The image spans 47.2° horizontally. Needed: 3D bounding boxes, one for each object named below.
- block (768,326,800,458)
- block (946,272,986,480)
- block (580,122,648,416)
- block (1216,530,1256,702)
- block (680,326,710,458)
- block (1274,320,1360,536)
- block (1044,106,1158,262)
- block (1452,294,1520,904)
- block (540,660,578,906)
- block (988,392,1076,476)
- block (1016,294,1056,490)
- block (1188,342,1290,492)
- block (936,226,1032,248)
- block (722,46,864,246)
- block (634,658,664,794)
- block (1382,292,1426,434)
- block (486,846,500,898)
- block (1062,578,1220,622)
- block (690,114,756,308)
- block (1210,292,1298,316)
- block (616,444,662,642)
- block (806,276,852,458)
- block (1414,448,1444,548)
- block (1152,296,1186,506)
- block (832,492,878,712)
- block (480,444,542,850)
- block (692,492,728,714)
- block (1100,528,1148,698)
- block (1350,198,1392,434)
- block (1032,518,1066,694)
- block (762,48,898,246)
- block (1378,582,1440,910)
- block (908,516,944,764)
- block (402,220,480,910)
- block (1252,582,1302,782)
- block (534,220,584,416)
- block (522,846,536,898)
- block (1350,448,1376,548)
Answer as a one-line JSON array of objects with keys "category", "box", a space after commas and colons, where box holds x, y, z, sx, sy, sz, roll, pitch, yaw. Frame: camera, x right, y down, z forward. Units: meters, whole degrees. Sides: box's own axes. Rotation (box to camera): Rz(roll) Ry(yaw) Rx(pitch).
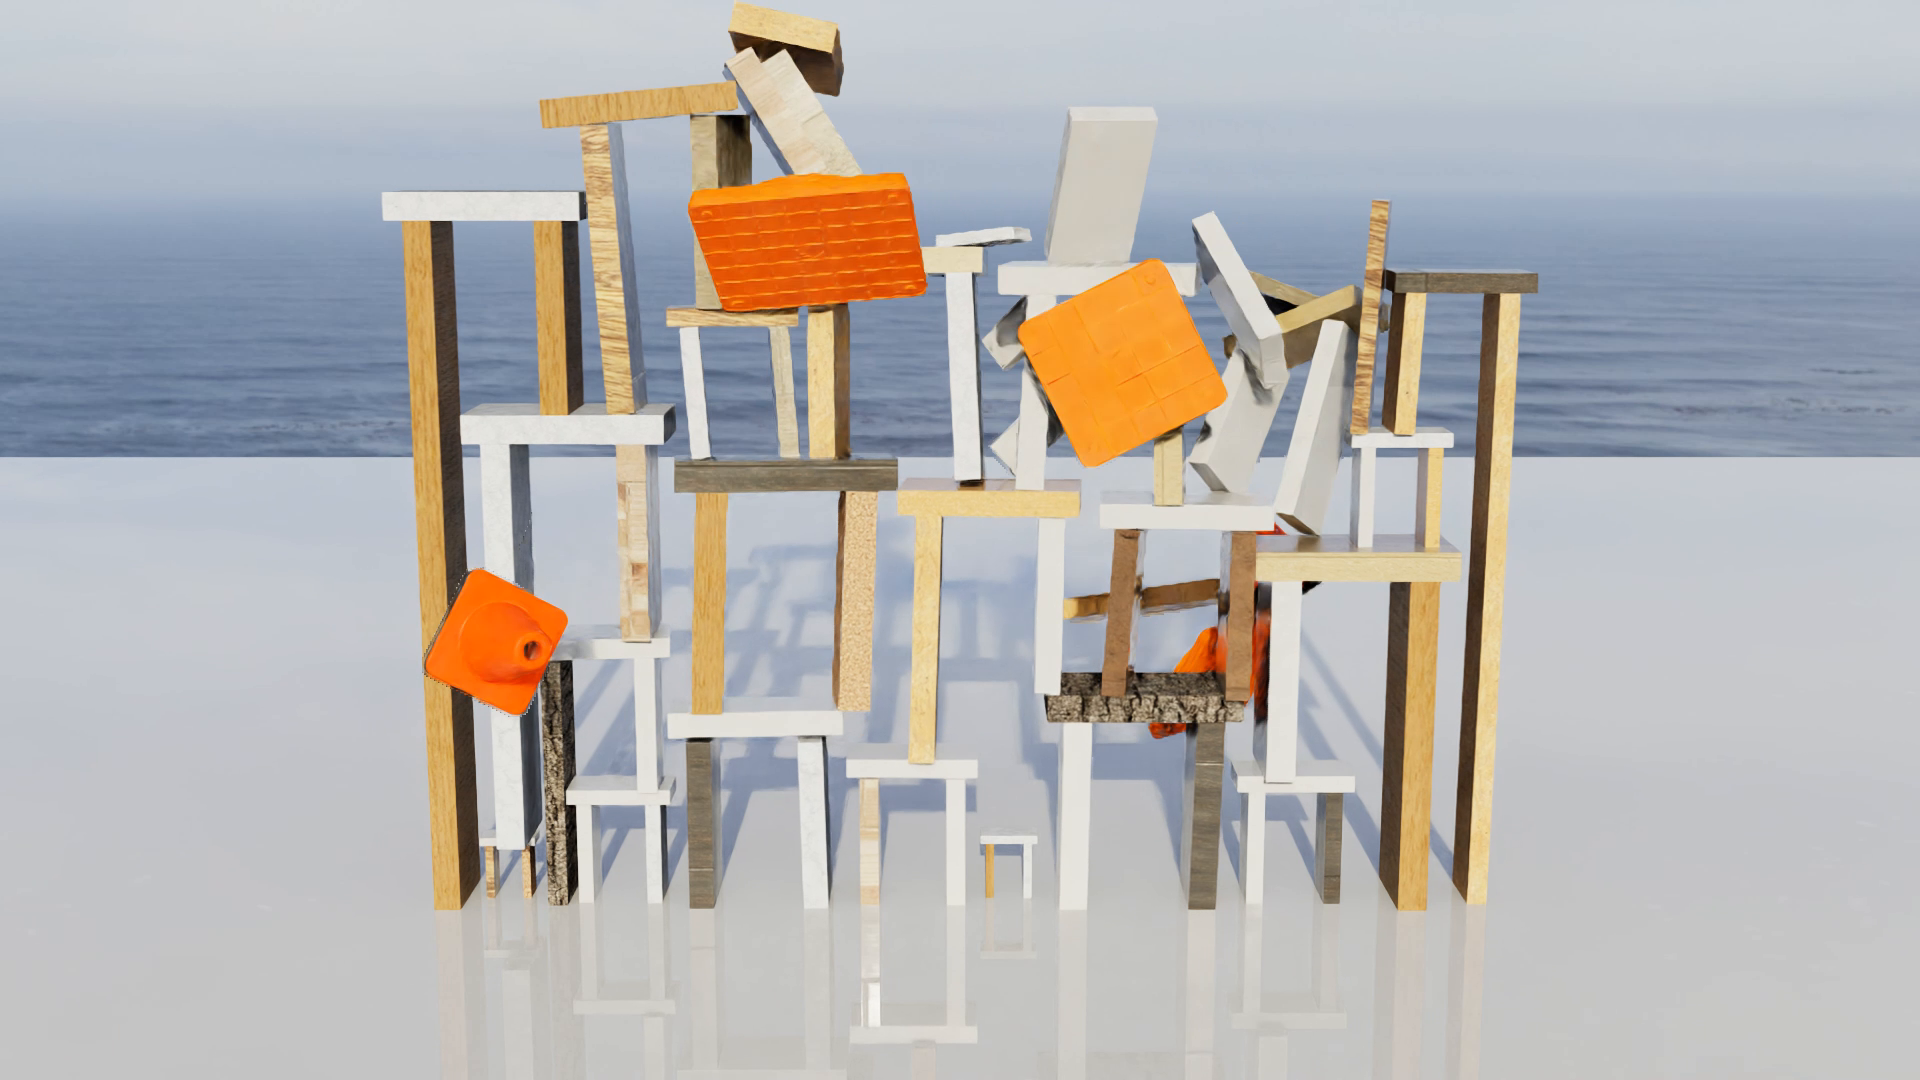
[{"category": "block", "box": [-0.287, -0.242, 3.562, 0.029, 0.208, 0.104, -5, 7, -7]}, {"category": "block", "box": [0.010, -0.263, 3.555, 0.041, 0.328, 0.146, -2, 3, 4]}, {"category": "block", "box": [-0.546, -0.431, 3.480, 0.042, 0.449, 0.150, -4, 10, 1]}, {"category": "block", "box": [0.443, 0.109, 3.534, 0.039, 0.273, 0.136, 1, 11, 0]}, {"category": "block", "box": [-0.426, -0.239, 3.541, 0.029, 0.208, 0.104, -5, 7, -5]}, {"category": "block", "box": [0.592, -0.183, 3.598, 0.036, 0.331, 0.127, 11, -10, 32]}, {"category": "block", "box": [0.219, -0.556, 3.457, 0.135, 0.270, 0.038, -2, 45, -12]}, {"category": "block", "box": [0.855, 0.097, 3.582, 0.031, 1.001, 0.111, 1, 11, 0]}, {"category": "block", "box": [-0.660, 0.385, 3.629, 0.032, 0.418, 0.113, 0, 11, 0]}, {"category": "block", "box": [0.121, -0.177, 3.656, 0.137, 0.068, 0.019, -43, 13, -6]}, {"category": "block", "box": [0.121, -0.243, 3.523, 0.043, 0.307, 0.153, 4, 10, 1]}, {"category": "block", "box": [0.461, -0.202, 3.613, 0.036, 0.255, 0.127, 8, -25, 38]}, {"category": "block", "box": [0.037, -0.483, 3.527, 0.137, 0.019, 0.068, -3, 2, 26]}, {"category": "block", "box": [-0.269, -0.624, 3.523, 0.047, 0.330, 0.165, -33, 9, -4]}, {"category": "block", "box": [-0.510, 0.291, 3.608, 0.032, 0.225, 0.113, 0, 11, -2]}, {"category": "block", "box": [0.708, -0.286, 3.510, 0.031, 0.222, 0.111, 3, 11, 0]}, {"category": "block", "box": [-0.778, 0.545, 3.661, 0.013, 0.091, 0.045, 0, 11, 0]}, {"category": "block", "box": [0.382, 0.116, 4.274, 0.347, 0.038, 0.135, -9, -8, 26]}, {"category": "block", "box": [-0.376, -0.525, 3.501, 0.042, 0.300, 0.150, 2, 11, 16]}, {"category": "block", "box": [0.522, -0.401, 3.744, 0.091, 0.026, 0.183, 13, 9, -43]}, {"category": "block", "box": [-0.518, -0.009, 3.558, 0.045, 0.318, 0.159, 0, 11, 0]}, {"category": "block", "box": [-0.213, -0.282, 3.579, 0.041, 0.292, 0.146, 0, 6, 7]}, {"category": "block", "box": [0.757, -0.075, 3.550, 0.023, 0.161, 0.081, 0, 11, 0]}, {"category": "block", "box": [0.332, -0.228, 3.489, 0.043, 0.324, 0.153, 0, 10, 8]}, {"category": "block", "box": [-0.173, 0.091, 3.606, 0.050, 0.354, 0.177, 2, 5, -7]}, {"category": "block", "box": [-0.730, 0.162, 3.589, 0.045, 0.664, 0.159, 0, 11, 0]}, {"category": "block", "box": [-0.408, 0.093, 3.579, 0.050, 0.354, 0.177, 1, 5, -6]}, {"category": "block", "box": [0.266, 0.105, 3.555, 0.039, 0.273, 0.136, 6, 11, 10]}, {"category": "block", "box": [0.652, -0.355, 3.487, 0.026, 0.366, 0.091, 6, 12, 13]}, {"category": "block", "box": [0.144, 0.093, 3.576, 0.041, 0.288, 0.144, 1, 10, 0]}, {"category": "block", "box": [-0.215, -0.623, 3.546, 0.047, 0.330, 0.165, -33, 6, -4]}, {"category": "block", "box": [0.738, 0.320, 3.619, 0.047, 0.548, 0.165, 0, 11, 0]}, {"category": "block", "box": [-0.055, 0.150, 3.595, 0.041, 0.405, 0.144, 2, 10, 1]}, {"category": "block", "box": [-0.837, 0.042, 3.564, 0.043, 1.115, 0.151, 0, 11, 0]}, {"category": "block", "box": [0.518, 0.213, 3.599, 0.047, 0.330, 0.165, 0, 10, 0]}, {"category": "block", "box": [-0.636, -0.357, 3.490, 0.043, 0.302, 0.151, 0, 11, 0]}, {"category": "block", "box": [-0.717, 0.545, 3.661, 0.013, 0.091, 0.045, 0, 11, 0]}, {"category": "block", "box": [0.649, -0.075, 3.550, 0.023, 0.161, 0.081, 0, 11, 0]}]
